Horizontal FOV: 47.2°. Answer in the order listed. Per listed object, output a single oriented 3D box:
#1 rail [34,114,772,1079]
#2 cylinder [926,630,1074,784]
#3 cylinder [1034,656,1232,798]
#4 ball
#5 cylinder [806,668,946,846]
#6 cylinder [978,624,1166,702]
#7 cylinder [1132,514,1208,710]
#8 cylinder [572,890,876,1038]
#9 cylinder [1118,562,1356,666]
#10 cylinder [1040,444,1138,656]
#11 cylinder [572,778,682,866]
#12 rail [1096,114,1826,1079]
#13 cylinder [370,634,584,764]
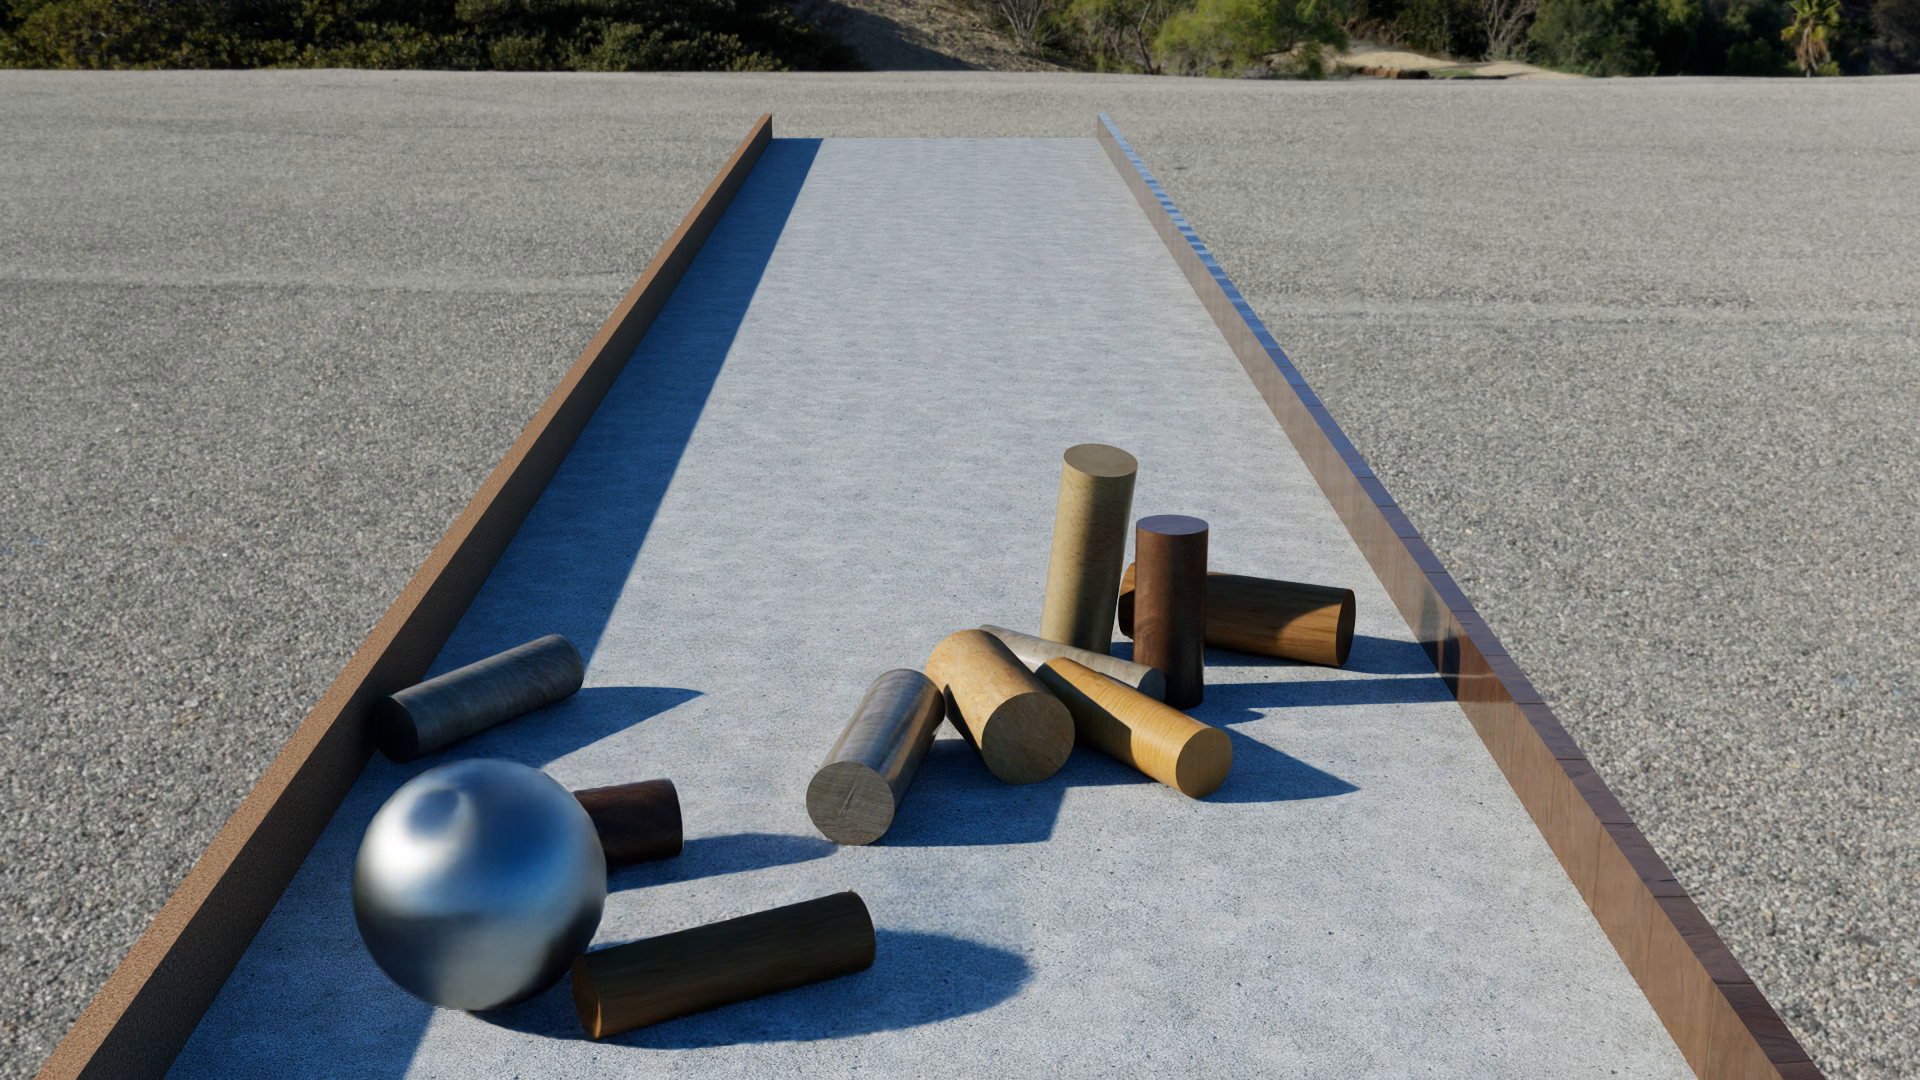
[{"bbox_3d":[-1.118,-0.838,7.780,0.050,0.150,12.000,0,17,-1],"label":"rail"},{"bbox_3d":[0.067,0.294,3.939,0.171,0.171,0.347,-5,17,-16],"label":"cylinder"},{"bbox_3d":[0.295,0.327,3.905,0.126,0.126,0.431,-11,20,-32],"label":"cylinder"},{"bbox_3d":[-0.660,0.473,3.032,0.345,0.345,0.345,0,17,0],"label":"ball"},{"bbox_3d":[-0.137,0.362,3.751,0.146,0.146,0.444,3,17,10],"label":"cylinder"},{"bbox_3d":[0.199,0.252,4.199,0.399,0.103,0.103,13,21,37],"label":"cylinder"},{"bbox_3d":[0.397,0.137,4.159,0.136,0.346,0.136,0,17,0],"label":"cylinder"},{"bbox_3d":[-0.325,0.587,3.056,0.409,0.113,0.113,-9,19,-28],"label":"cylinder"},{"bbox_3d":[0.560,0.148,4.456,0.453,0.155,0.155,7,18,23],"label":"cylinder"},{"bbox_3d":[0.251,0.031,4.345,0.145,0.422,0.145,5,28,-3],"label":"cylinder"},{"bbox_3d":[-0.628,0.461,3.455,0.362,0.125,0.125,-7,18,-21],"label":"cylinder"},{"bbox_3d":[0.932,-0.844,7.801,0.050,0.150,12.000,0,17,-1],"label":"rail"},{"bbox_3d":[-0.882,0.287,4.042,0.125,0.125,0.414,11,20,33],"label":"cylinder"}]
